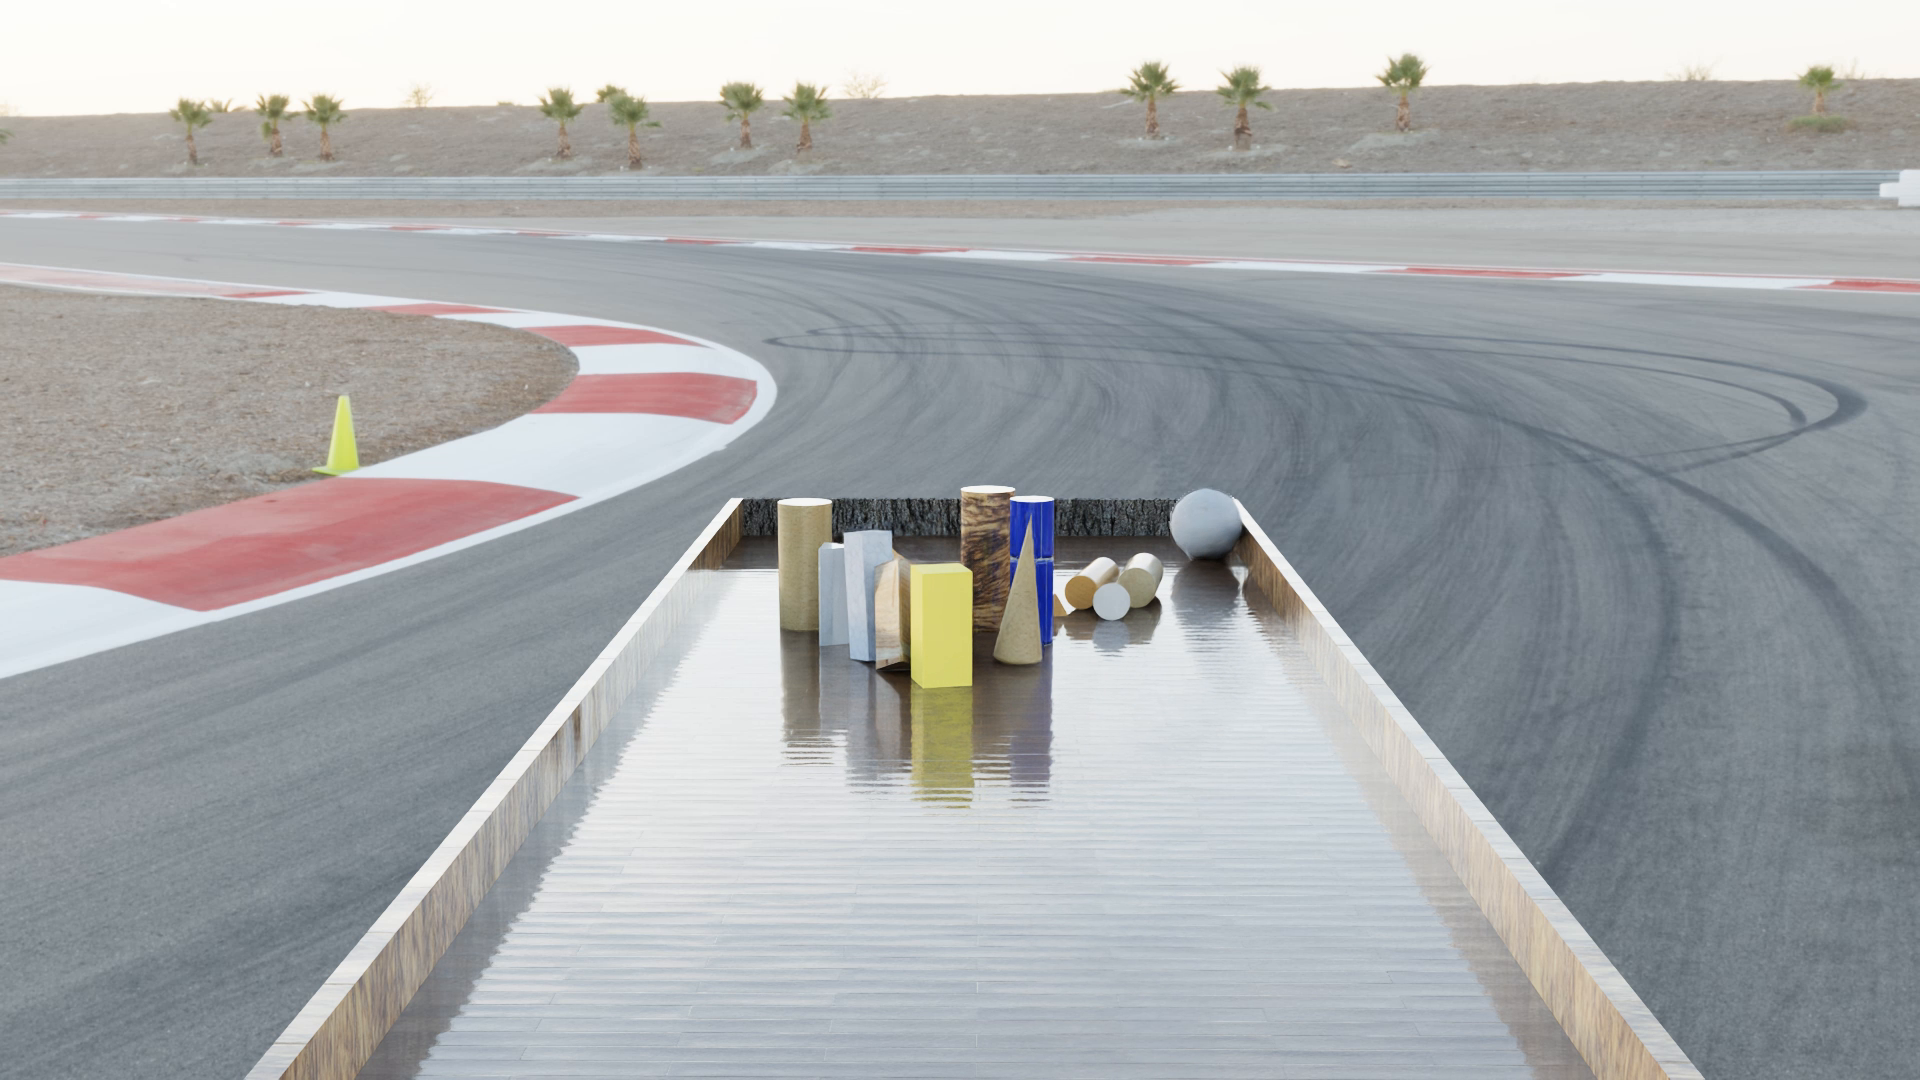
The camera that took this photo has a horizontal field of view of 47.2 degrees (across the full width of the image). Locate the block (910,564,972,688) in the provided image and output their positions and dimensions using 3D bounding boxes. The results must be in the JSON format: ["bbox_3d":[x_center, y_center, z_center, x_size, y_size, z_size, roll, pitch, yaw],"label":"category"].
[{"bbox_3d":[-0.054,0.247,6.381,0.147,0.334,0.147,-2,10,-14],"label":"block"}]

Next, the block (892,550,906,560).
[{"bbox_3d":[-0.144,0.186,6.896,0.120,0.120,0.431,-28,43,-27],"label":"block"}]

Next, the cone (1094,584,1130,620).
[{"bbox_3d":[0.512,0.201,7.545,0.124,0.124,0.450,0,1,2],"label":"cone"}]

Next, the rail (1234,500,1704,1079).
[{"bbox_3d":[1.046,0.843,3.208,0.050,0.150,12.000,0,9,1],"label":"rail"}]

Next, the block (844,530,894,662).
[{"bbox_3d":[-0.271,0.167,6.695,0.107,0.386,0.107,-6,5,-34],"label":"block"}]

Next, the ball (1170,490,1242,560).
[{"bbox_3d":[0.953,-0.059,8.504,0.275,0.275,0.275,0,9,0],"label":"ball"}]

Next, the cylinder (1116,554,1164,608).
[{"bbox_3d":[0.630,0.140,7.688,0.139,0.139,0.318,2,9,10],"label":"cylinder"}]

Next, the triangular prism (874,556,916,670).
[{"bbox_3d":[-0.166,0.226,6.572,0.117,0.317,0.135,9,-18,-34],"label":"triangular prism"}]

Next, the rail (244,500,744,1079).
[{"bbox_3d":[-1.004,0.839,3.234,0.050,0.150,12.000,0,9,1],"label":"rail"}]

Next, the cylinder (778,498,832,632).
[{"bbox_3d":[-0.505,0.080,7.187,0.176,0.413,0.176,0,9,0],"label":"cylinder"}]

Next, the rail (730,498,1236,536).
[{"bbox_3d":[0.099,-0.098,9.147,2.100,0.150,0.050,0,9,1],"label":"rail"}]

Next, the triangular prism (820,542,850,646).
[{"bbox_3d":[-0.403,0.168,6.967,0.138,0.308,0.119,-4,10,-25],"label":"triangular prism"}]

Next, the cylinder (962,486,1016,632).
[{"bbox_3d":[0.091,0.061,7.169,0.176,0.456,0.176,0,9,0],"label":"cylinder"}]

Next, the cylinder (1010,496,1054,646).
[{"bbox_3d":[0.225,0.097,6.930,0.139,0.458,0.139,0,9,0],"label":"cylinder"}]

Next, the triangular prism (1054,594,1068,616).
[{"bbox_3d":[0.291,0.188,7.565,0.088,0.076,0.362,-1,9,-9],"label":"triangular prism"}]

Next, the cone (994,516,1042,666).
[{"bbox_3d":[0.193,0.138,6.612,0.151,0.457,0.151,4,20,-2],"label":"cone"}]

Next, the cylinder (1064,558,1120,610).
[{"bbox_3d":[0.464,0.150,7.693,0.117,0.117,0.391,2,9,15],"label":"cylinder"}]

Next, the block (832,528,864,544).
[{"bbox_3d":[-0.304,0.122,7.264,0.106,0.312,0.106,-44,-18,33],"label":"block"}]
